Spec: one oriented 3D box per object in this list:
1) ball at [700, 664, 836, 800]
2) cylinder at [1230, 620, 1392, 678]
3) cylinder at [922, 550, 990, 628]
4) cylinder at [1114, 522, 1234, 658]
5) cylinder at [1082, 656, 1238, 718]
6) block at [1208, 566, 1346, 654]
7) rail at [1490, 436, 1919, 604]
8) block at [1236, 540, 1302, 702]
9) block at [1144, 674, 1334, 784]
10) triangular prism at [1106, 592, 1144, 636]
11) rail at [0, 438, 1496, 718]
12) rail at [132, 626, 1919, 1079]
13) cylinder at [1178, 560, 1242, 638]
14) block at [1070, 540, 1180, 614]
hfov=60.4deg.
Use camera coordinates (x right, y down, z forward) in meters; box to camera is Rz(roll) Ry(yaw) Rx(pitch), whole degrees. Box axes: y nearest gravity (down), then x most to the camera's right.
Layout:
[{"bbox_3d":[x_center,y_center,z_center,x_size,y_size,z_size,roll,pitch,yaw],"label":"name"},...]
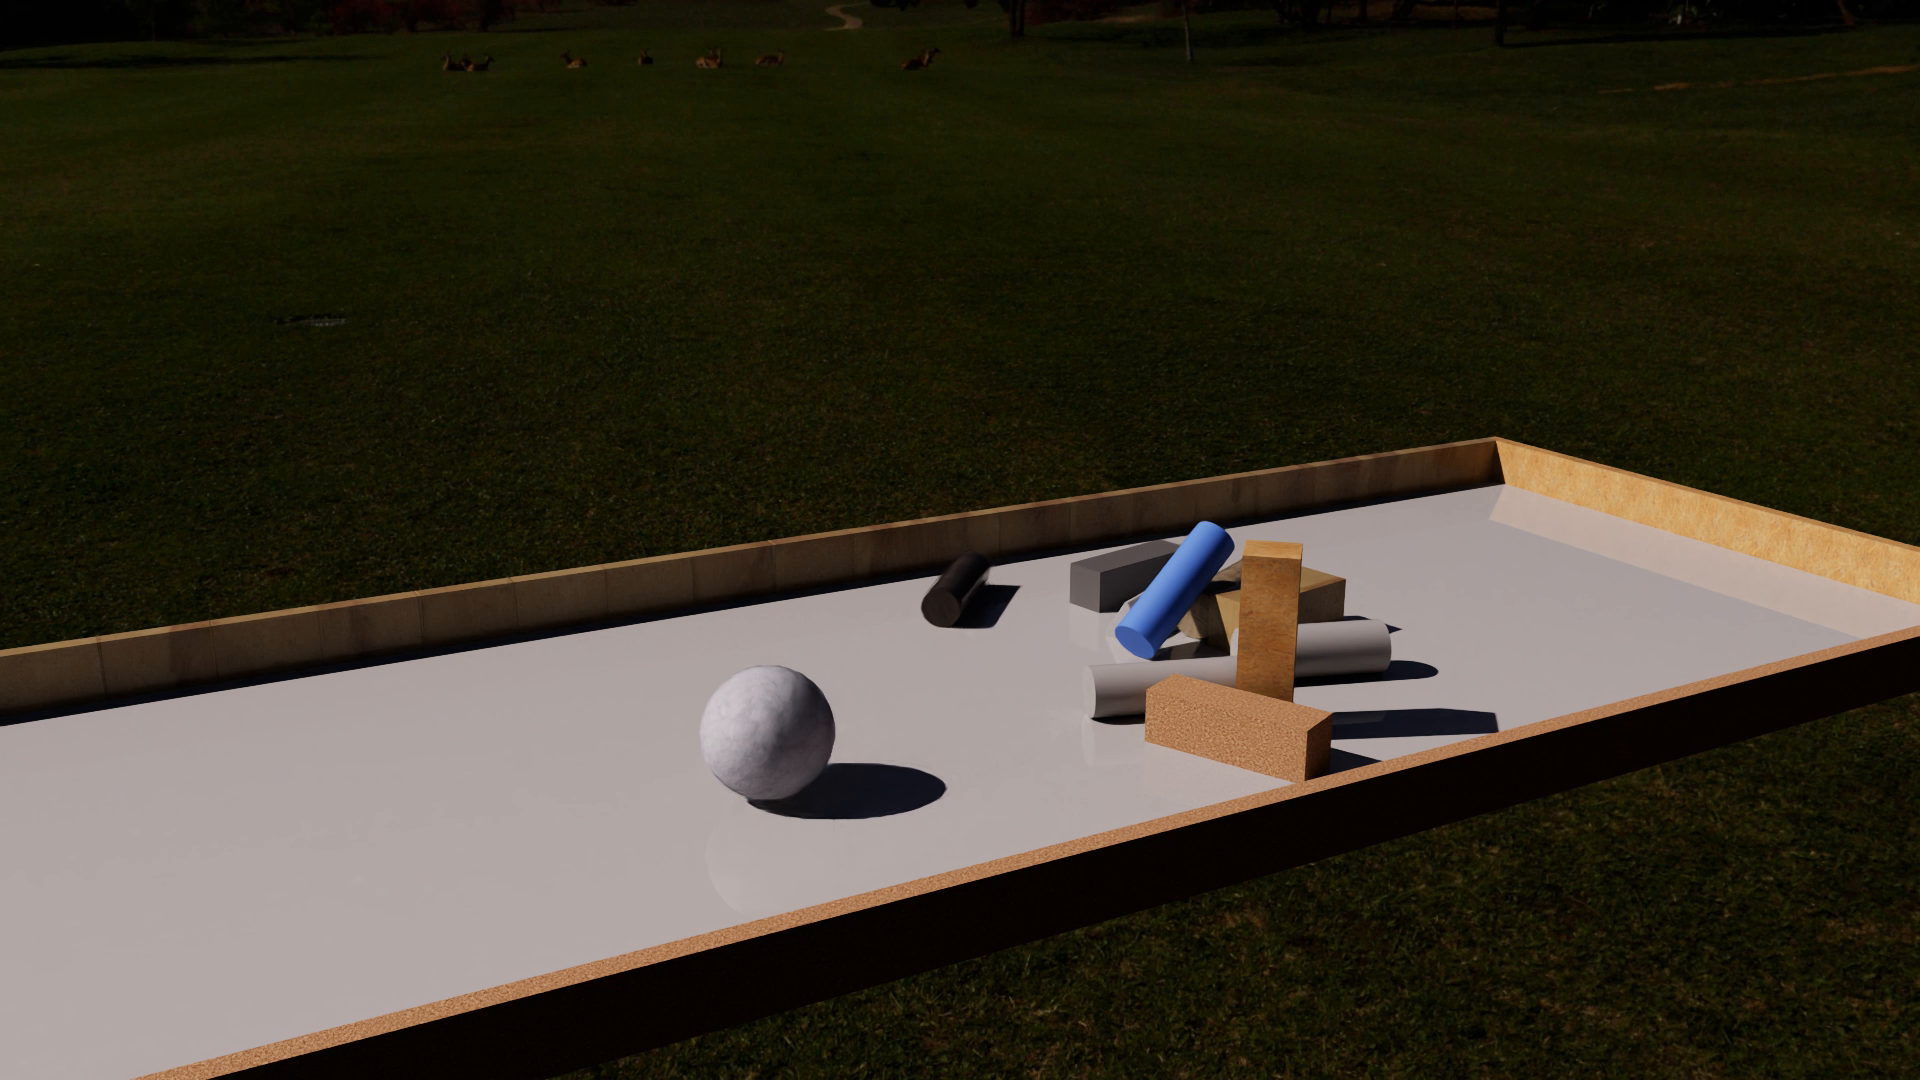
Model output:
[{"bbox_3d":[-0.405,0.405,3.474,0.283,0.283,0.283,0,16,0],"label":"ball"},{"bbox_3d":[0.885,0.279,4.167,0.375,0.136,0.136,-3,17,-10],"label":"cylinder"},{"bbox_3d":[-0.008,0.136,4.696,0.110,0.110,0.376,4,17,13],"label":"cylinder"},{"bbox_3d":[0.569,0.130,4.356,0.121,0.121,0.398,16,55,42],"label":"cylinder"},{"bbox_3d":[0.490,0.350,3.942,0.375,0.125,0.125,-3,17,-10],"label":"cylinder"},{"bbox_3d":[0.852,0.194,4.428,0.374,0.150,0.150,-13,21,-37],"label":"block"},{"bbox_3d":[2.466,-0.048,5.253,0.050,0.150,2.100,-9,18,-27],"label":"rail"},{"bbox_3d":[0.708,0.231,3.793,0.128,0.438,0.128,4,17,13],"label":"block"},{"bbox_3d":[0.621,0.420,3.700,0.398,0.127,0.127,12,20,35],"label":"block"},{"bbox_3d":[0.571,0.163,4.606,0.119,0.103,0.452,11,20,33],"label":"triangular prism"},{"bbox_3d":[-3.305,0.497,3.399,12.000,0.150,0.050,-9,18,-27],"label":"rail"},{"bbox_3d":[-2.336,1.006,1.665,12.000,0.150,0.050,-9,18,-27],"label":"rail"},{"bbox_3d":[0.741,0.155,4.585,0.136,0.136,0.388,11,20,33],"label":"cylinder"},{"bbox_3d":[0.496,0.102,4.796,0.373,0.120,0.120,-14,21,-38],"label":"block"}]
